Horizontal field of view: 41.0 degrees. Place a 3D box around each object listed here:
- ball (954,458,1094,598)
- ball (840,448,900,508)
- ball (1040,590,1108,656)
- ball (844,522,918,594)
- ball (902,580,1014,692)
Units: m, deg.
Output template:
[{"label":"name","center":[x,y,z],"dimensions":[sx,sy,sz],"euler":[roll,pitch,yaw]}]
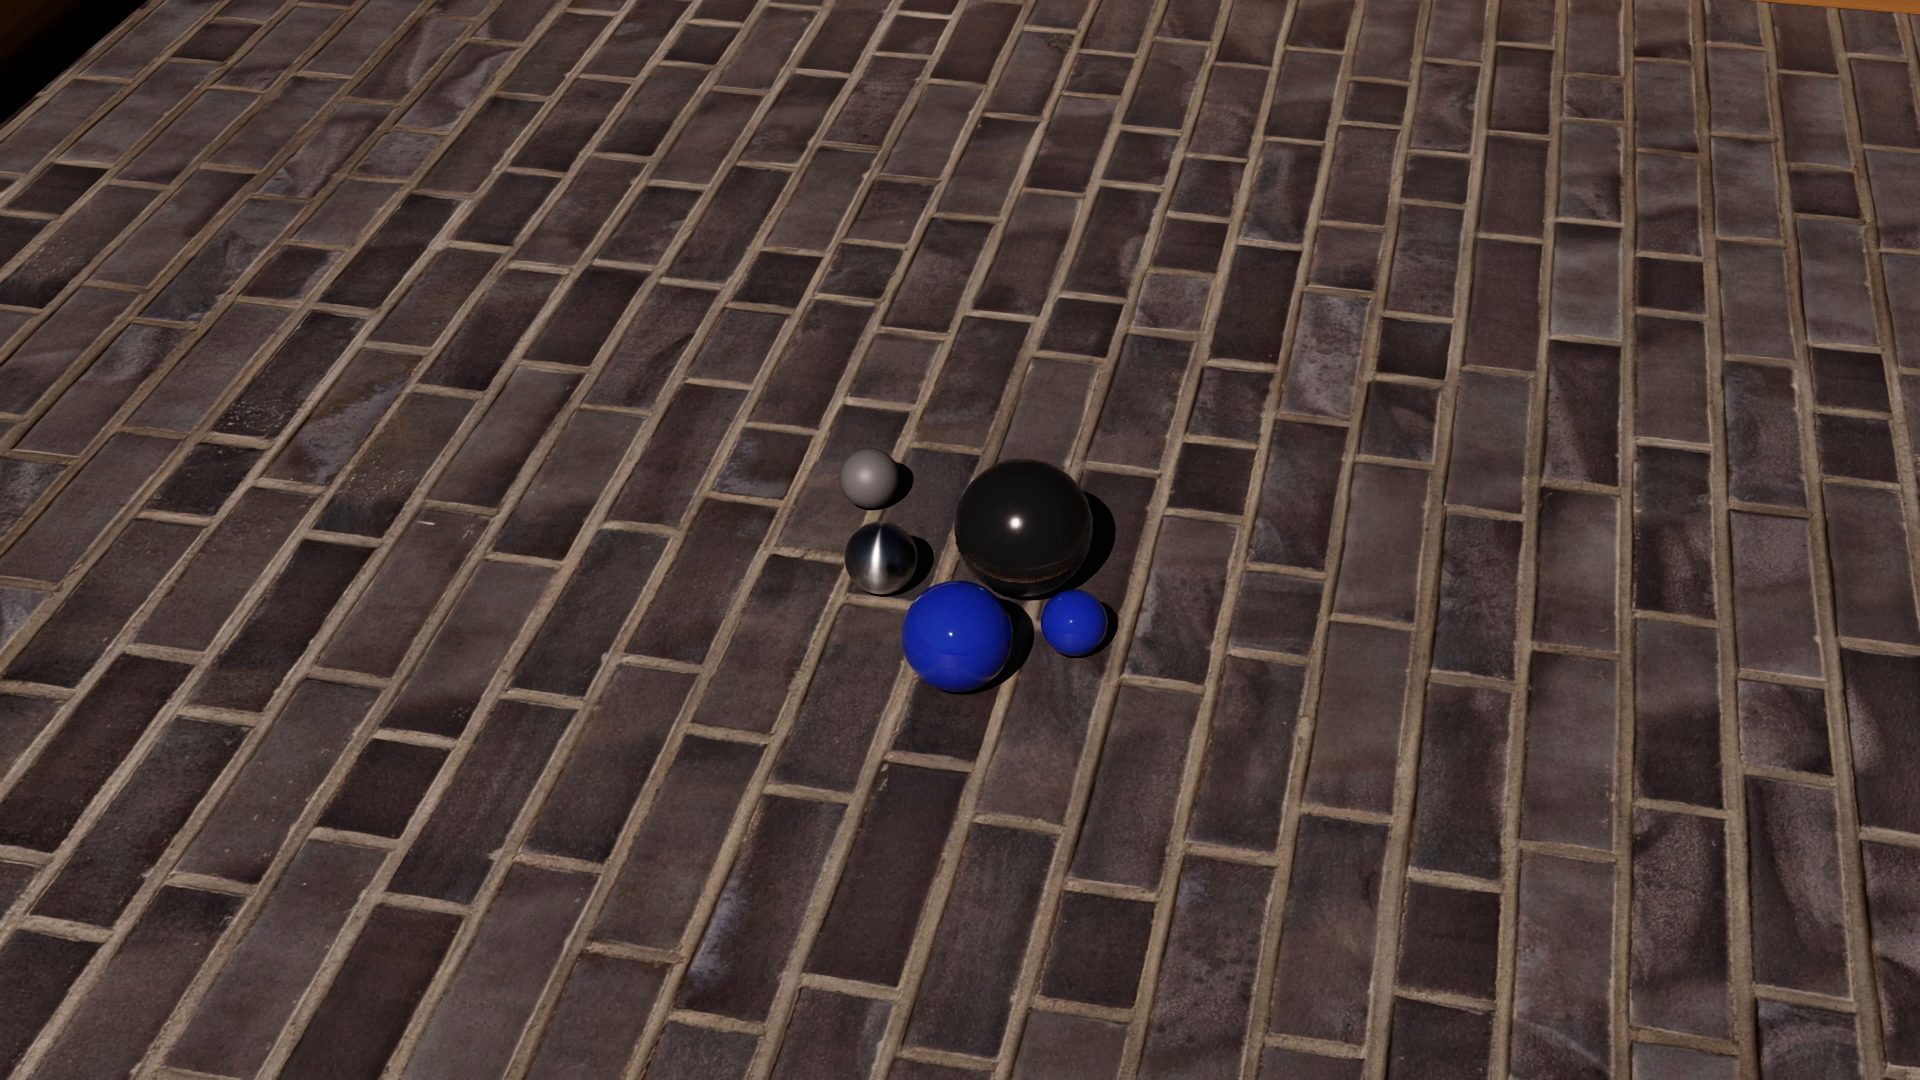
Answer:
[{"label":"ball","center":[0.044,-0.009,1.767],"dimensions":[0.096,0.096,0.096],"euler":[0,35,0]},{"label":"ball","center":[-0.066,-0.045,1.864],"dimensions":[0.044,0.044,0.044],"euler":[0,35,0]},{"label":"ball","center":[0.077,0.055,1.720],"dimensions":[0.045,0.045,0.045],"euler":[0,35,0]},{"label":"ball","center":[-0.055,0.012,1.776],"dimensions":[0.051,0.051,0.051],"euler":[0,35,0]},{"label":"ball","center":[-0.002,0.063,1.684],"dimensions":[0.074,0.074,0.074],"euler":[0,35,0]}]
